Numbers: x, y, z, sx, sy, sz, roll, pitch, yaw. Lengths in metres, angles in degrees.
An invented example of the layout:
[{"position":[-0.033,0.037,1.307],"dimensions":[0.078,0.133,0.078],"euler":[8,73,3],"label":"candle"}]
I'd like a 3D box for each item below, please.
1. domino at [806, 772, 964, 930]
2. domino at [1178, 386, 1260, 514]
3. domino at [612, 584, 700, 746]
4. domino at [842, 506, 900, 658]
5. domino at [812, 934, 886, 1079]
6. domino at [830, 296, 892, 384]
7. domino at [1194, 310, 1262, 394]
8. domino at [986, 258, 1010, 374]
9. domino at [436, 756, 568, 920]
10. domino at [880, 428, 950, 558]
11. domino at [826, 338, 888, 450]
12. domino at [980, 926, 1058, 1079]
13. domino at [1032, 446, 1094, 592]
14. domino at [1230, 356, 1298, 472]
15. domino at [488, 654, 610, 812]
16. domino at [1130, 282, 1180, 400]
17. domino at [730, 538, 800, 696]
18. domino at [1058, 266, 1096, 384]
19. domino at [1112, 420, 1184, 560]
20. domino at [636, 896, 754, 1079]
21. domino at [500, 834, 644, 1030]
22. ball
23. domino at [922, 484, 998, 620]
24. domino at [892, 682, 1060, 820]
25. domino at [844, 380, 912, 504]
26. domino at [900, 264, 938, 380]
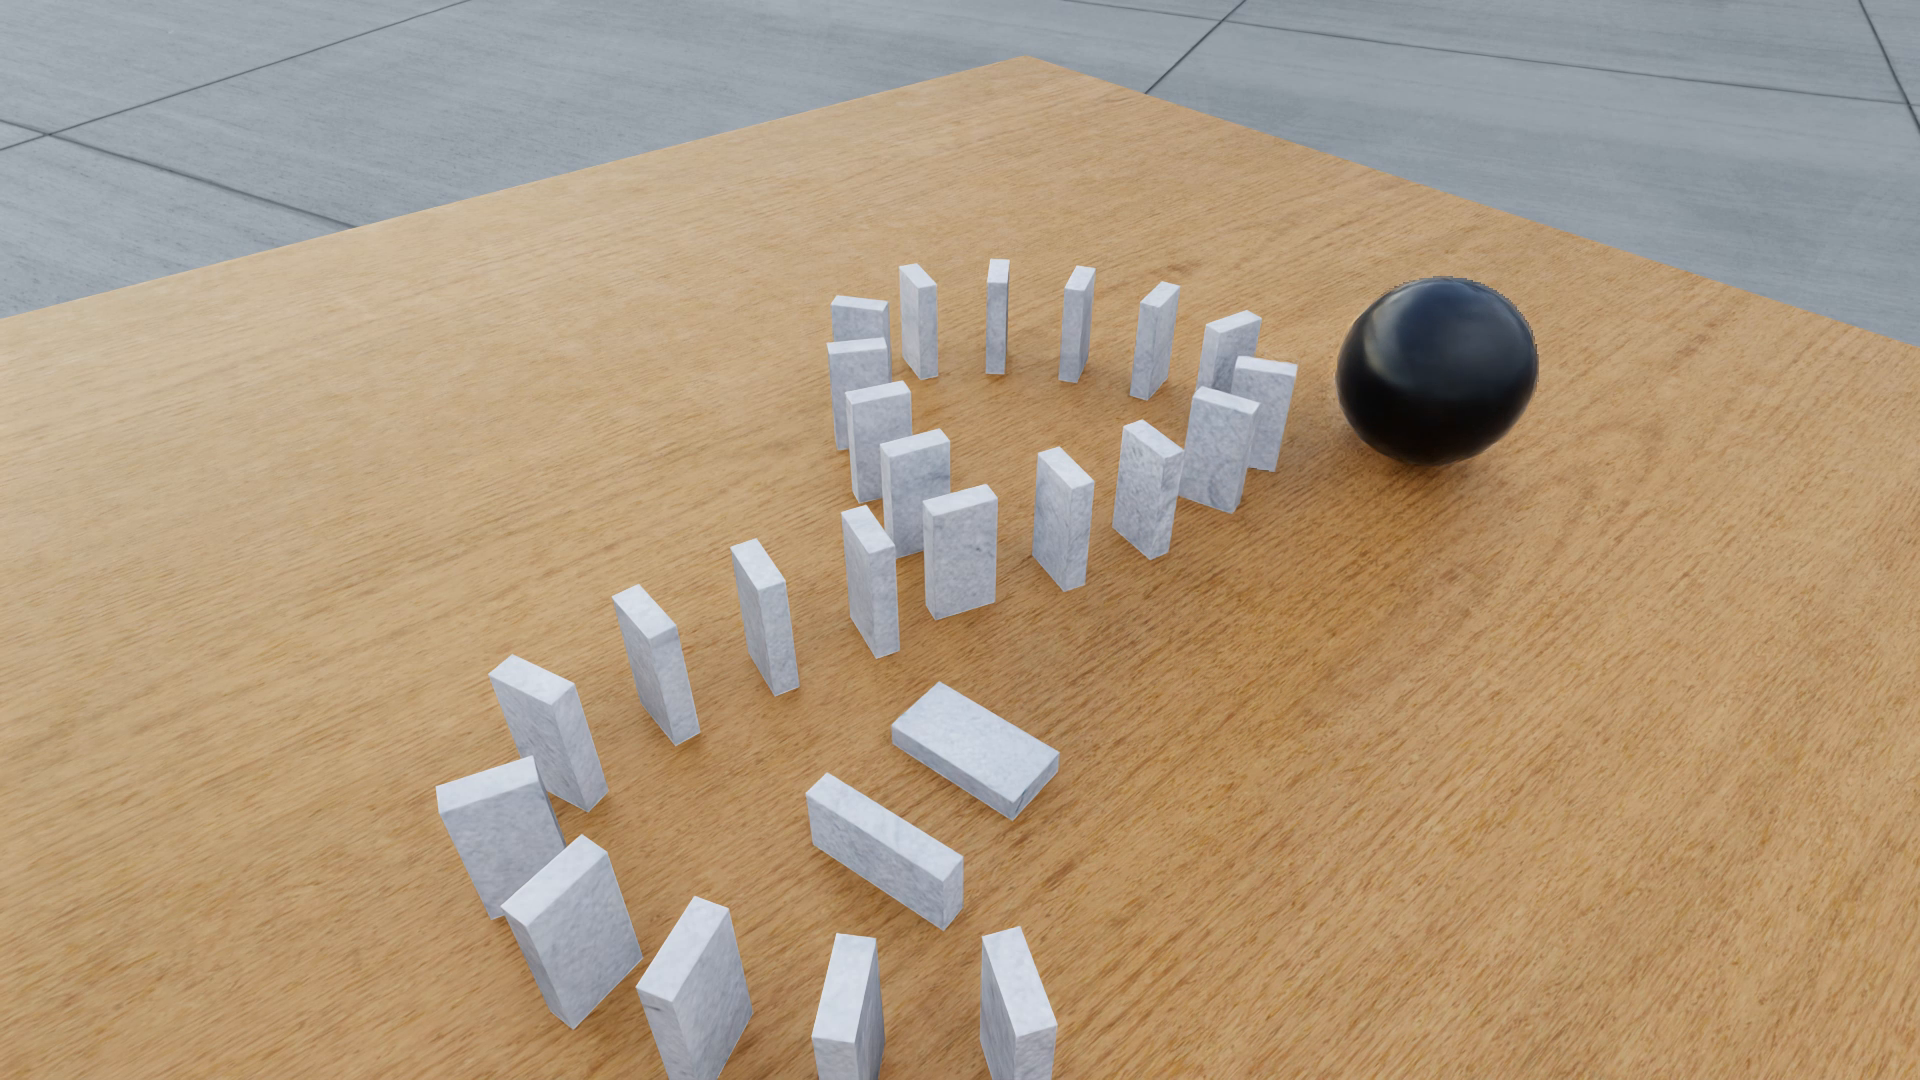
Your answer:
[{"position":[-0.022,0.090,0.321],"dimensions":[0.050,0.025,0.009],"euler":[25,45,27],"label":"domino"},{"position":[0.107,-0.037,0.457],"dimensions":[0.025,0.050,0.009],"euler":[21,44,24],"label":"domino"},{"position":[-0.099,0.041,0.361],"dimensions":[0.009,0.050,0.025],"euler":[-28,47,-30],"label":"domino"},{"position":[-0.032,0.015,0.393],"dimensions":[0.009,0.050,0.025],"euler":[-18,42,-20],"label":"domino"},{"position":[-0.026,0.120,0.265],"dimensions":[0.009,0.050,0.025],"euler":[5,40,6],"label":"domino"},{"position":[-0.046,-0.090,0.521],"dimensions":[0.025,0.050,0.010],"euler":[9,40,10],"label":"domino"},{"position":[0.123,-0.078,0.507],"dimensions":[0.025,0.050,0.010],"euler":[-22,44,-24],"label":"domino"},{"position":[0.019,-0.111,0.547],"dimensions":[0.009,0.050,0.025],"euler":[3,39,4],"label":"domino"},{"position":[-0.126,0.084,0.309],"dimensions":[0.025,0.050,0.009],"euler":[-17,42,-19],"label":"domino"},{"position":[-0.017,-0.018,0.433],"dimensions":[0.025,0.050,0.009],"euler":[-17,42,-19],"label":"domino"},{"position":[-0.044,-0.065,0.490],"dimensions":[0.025,0.050,0.009],"euler":[-7,40,-9],"label":"domino"},{"position":[0.013,0.119,0.266],"dimensions":[0.010,0.050,0.025],"euler":[-11,41,-13],"label":"domino"},{"position":[0.039,-0.008,0.421],"dimensions":[0.010,0.050,0.025],"euler":[-18,43,-20],"label":"domino"},{"position":[0.129,-0.054,0.478],"dimensions":[0.025,0.050,0.009],"euler":[11,42,14],"label":"domino"},{"position":[-0.126,0.060,0.338],"dimensions":[0.025,0.050,0.010],"euler":[19,43,22],"label":"domino"},{"position":[0.093,-0.095,0.528],"dimensions":[0.010,0.050,0.025],"euler":[21,44,24],"label":"domino"},{"position":[-0.067,0.027,0.378],"dimensions":[0.010,0.050,0.025],"euler":[-20,43,-23],"label":"domino"},{"position":[0.057,-0.106,0.541],"dimensions":[0.010,0.050,0.025],"euler":[12,41,14],"label":"domino"},{"position":[0.074,-0.020,0.435],"dimensions":[0.010,0.050,0.025],"euler":[-21,44,-24],"label":"domino"},{"position":[-0.064,0.114,0.272],"dimensions":[0.010,0.050,0.025],"euler":[14,41,16],"label":"domino"},{"position":[-0.100,0.103,0.286],"dimensions":[0.009,0.050,0.025],"euler":[23,45,26],"label":"domino"},{"position":[0.205,-0.072,0.476],"dimensions":[0.080,0.080,0.080],"euler":[0,39,0],"label":"ball"},{"position":[0.000,0.005,0.405],"dimensions":[0.025,0.050,0.009],"euler":[-16,42,-19],"label":"domino"},{"position":[0.005,0.068,0.360],"dimensions":[0.050,0.009,0.025],"euler":[27,46,29],"label":"domino"},{"position":[-0.033,-0.041,0.461],"dimensions":[0.025,0.050,0.009],"euler":[-14,41,-17],"label":"domino"},{"position":[-0.020,-0.108,0.543],"dimensions":[0.010,0.050,0.025],"euler":[-15,42,-18],"label":"domino"}]
